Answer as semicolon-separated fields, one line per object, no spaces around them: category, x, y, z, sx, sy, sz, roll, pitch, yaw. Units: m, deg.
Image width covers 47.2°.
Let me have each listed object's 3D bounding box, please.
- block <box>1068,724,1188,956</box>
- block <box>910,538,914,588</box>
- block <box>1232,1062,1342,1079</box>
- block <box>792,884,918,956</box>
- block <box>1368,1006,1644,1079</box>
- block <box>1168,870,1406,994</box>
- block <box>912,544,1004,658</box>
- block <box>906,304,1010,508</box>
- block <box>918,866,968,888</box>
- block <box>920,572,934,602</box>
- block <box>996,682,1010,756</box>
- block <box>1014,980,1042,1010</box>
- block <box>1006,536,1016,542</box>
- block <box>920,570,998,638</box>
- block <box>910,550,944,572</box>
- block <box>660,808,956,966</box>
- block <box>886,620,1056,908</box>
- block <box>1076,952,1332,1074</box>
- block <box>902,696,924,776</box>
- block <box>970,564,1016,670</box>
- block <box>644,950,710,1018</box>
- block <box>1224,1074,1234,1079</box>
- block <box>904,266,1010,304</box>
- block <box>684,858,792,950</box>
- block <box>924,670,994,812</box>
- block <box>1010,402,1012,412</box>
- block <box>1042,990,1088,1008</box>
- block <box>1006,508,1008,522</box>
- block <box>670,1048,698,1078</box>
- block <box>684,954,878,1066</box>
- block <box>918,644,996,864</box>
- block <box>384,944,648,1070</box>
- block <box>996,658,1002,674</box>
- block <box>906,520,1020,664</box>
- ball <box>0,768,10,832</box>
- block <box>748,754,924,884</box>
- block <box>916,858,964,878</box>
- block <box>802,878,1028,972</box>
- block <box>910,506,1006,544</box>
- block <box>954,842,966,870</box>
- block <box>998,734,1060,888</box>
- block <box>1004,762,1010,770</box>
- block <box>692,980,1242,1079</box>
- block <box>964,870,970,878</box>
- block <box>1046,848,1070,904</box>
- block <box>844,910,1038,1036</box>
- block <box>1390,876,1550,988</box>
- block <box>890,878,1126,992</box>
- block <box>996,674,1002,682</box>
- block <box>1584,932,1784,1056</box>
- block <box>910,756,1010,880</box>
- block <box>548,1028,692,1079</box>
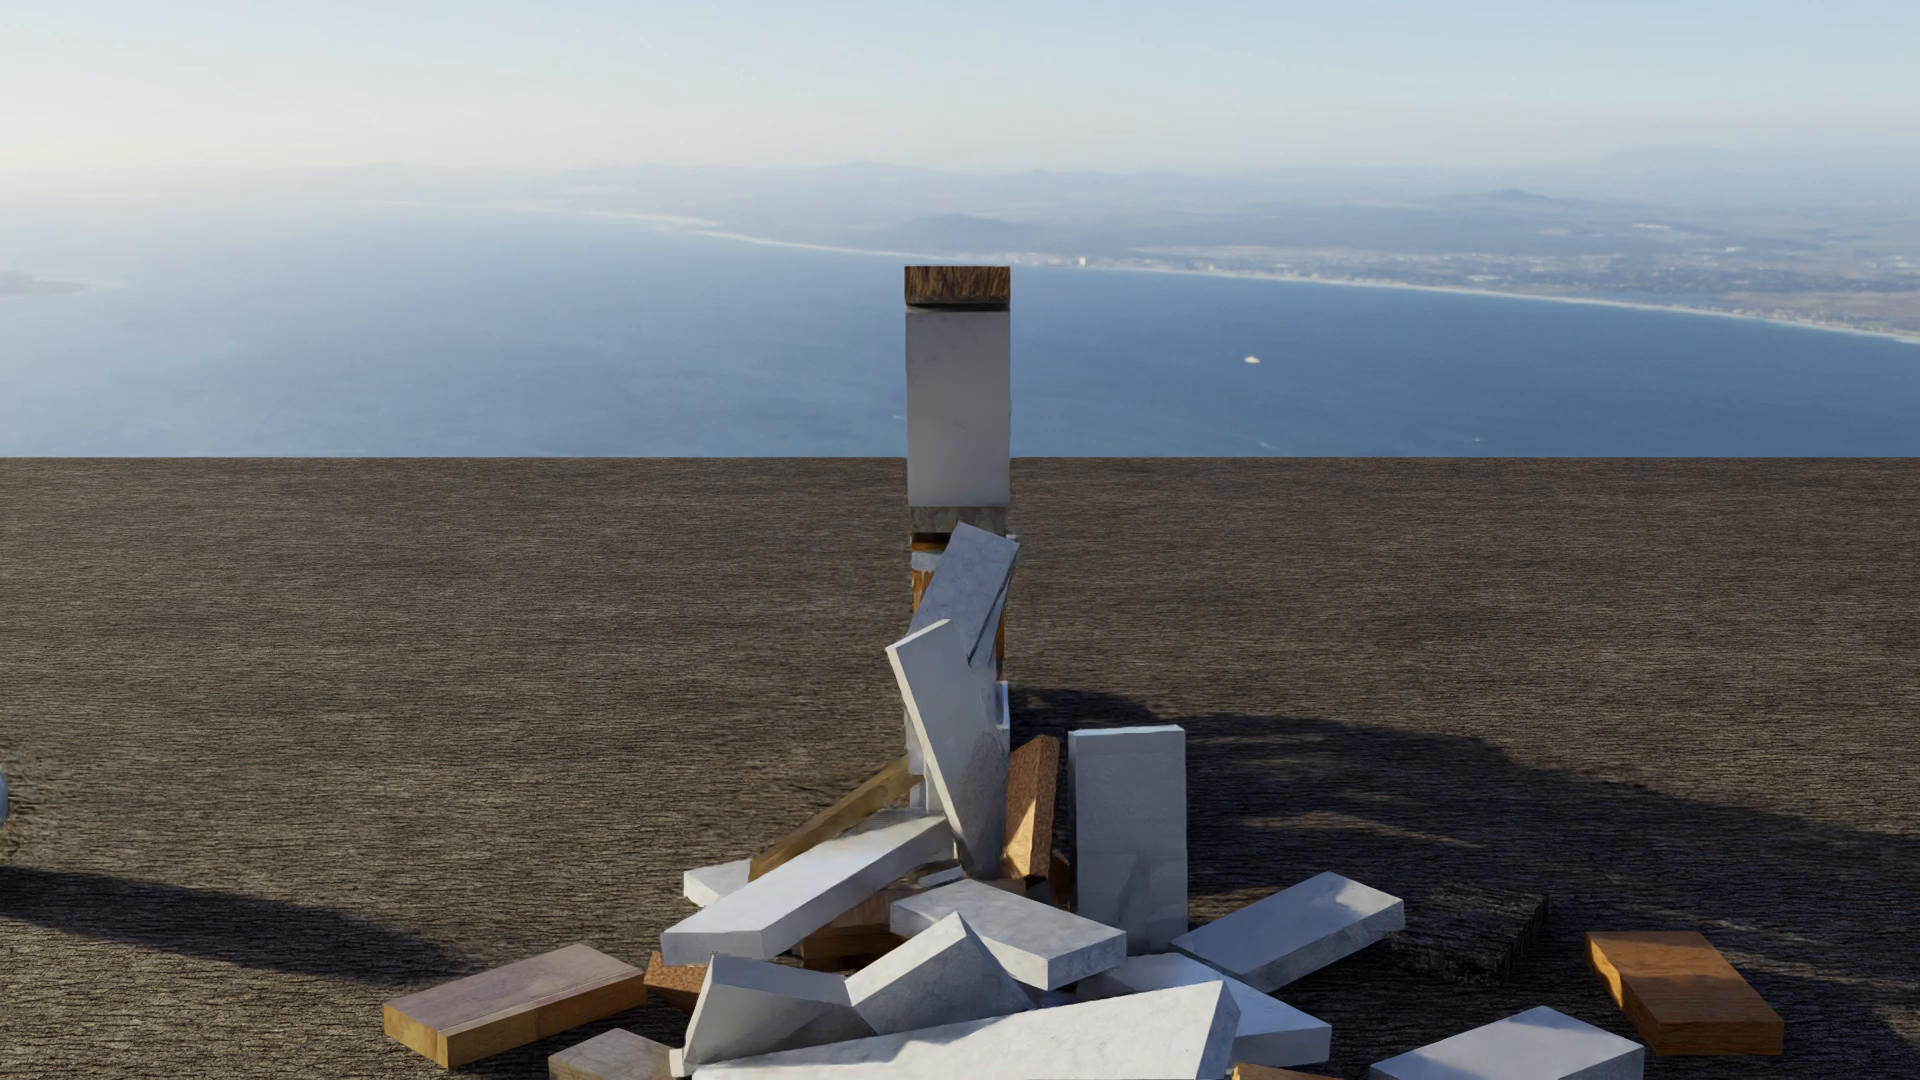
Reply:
block;0.259;0.464;3.387;0.173;0.347;0.049;-2;6;-10
block;-0.017;-0.089;4.367;0.162;0.375;0.046;-3;21;-5
block;0.417;0.733;2.603;0.159;0.045;0.318;10;17;-2
block;-0.148;0.585;3.385;0.221;0.111;0.031;1;15;5
block;0.725;0.706;2.912;0.344;0.049;0.172;-7;13;-35
block;0.499;0.601;3.350;0.331;0.047;0.166;-17;18;-31
block;-0.001;0.115;4.038;0.164;0.046;0.328;0;-33;1
block;-0.002;-0.226;3.746;0.175;0.350;0.050;0;22;0
block;-0.009;0.549;3.333;0.070;0.139;0.020;-18;45;7
block;-0.024;0.164;3.627;0.104;0.209;0.030;10;-9;2
block;0.000;0.329;4.085;0.180;0.051;0.359;0;10;0
block;0.023;0.625;3.095;0.141;0.141;0.141;4;11;23
block;0.040;0.017;4.207;0.095;0.027;0.191;2;9;14
block;-0.003;0.106;3.777;0.129;0.037;0.258;0;18;0
block;-0.013;0.038;3.770;0.104;0.030;0.209;6;2;9
block;-0.192;0.496;3.227;0.153;0.043;0.697;-6;5;24
block;0.021;0.377;3.417;0.111;0.503;0.031;-25;11;-30
block;0.330;0.646;3.025;0.173;0.049;0.346;2;6;-31
block;-0.039;0.273;3.570;0.104;0.209;0.030;-5;-14;-1
block;0.016;0.105;3.591;0.109;0.218;0.031;12;-23;6
block;-0.173;0.644;2.997;0.502;0.047;0.166;4;-26;23
block;0.314;0.740;2.733;0.166;0.047;0.331;7;13;33
block;-0.004;-0.416;3.806;0.175;0.050;0.350;0;-4;0
block;-0.312;0.587;3.564;0.153;0.043;0.307;-6;12;-31
block;-0.003;0.318;3.477;0.109;0.218;0.031;-2;-6;-7
block;0.016;-0.147;4.474;0.162;0.325;0.046;6;43;5
block;0.127;0.672;3.176;0.139;0.020;0.070;6;12;29
block;-0.003;-0.206;3.977;0.175;0.350;0.050;0;17;1
block;-0.244;0.664;2.852;0.247;0.035;0.124;-3;-13;-15
block;-0.170;0.610;2.737;0.318;0.159;0.045;12;37;-11
block;-0.004;0.328;3.736;0.129;0.481;0.037;1;-28;-1
block;-0.633;0.663;3.149;0.332;0.047;0.166;-10;15;-44
block;0.002;0.151;4.249;0.164;0.046;0.500;0;-24;1
block;0.006;0.086;3.565;0.109;0.218;0.031;21;-22;11
ball;-1.758;0.448;3.753;0.249;0.249;0.249;0;11;0
block;-0.185;0.439;3.488;0.017;0.060;0.442;25;33;27
block;-0.018;0.564;3.397;0.070;0.140;0.020;-10;12;7
block;-0.070;0.576;3.276;0.332;0.047;0.166;-5;-32;-6
block;-0.002;-0.017;3.914;0.164;0.046;0.328;0;-6;0
block;0.033;0.458;3.626;0.086;0.172;0.024;5;-28;-12
block;0.105;0.418;3.356;0.031;0.221;0.111;16;-27;-19
block;0.076;0.452;3.612;0.086;0.172;0.024;-4;-24;-29
block;-0.033;0.632;2.508;0.722;0.049;0.172;-16;26;28
block;0.015;0.544;3.540;0.082;0.023;0.164;2;-8;1
block;0.137;0.554;3.503;0.060;0.121;0.017;42;24;6
block;0.010;0.599;2.679;0.159;0.318;0.045;-33;35;4
block;0.801;0.609;3.438;0.166;0.047;0.331;5;12;26
block;0.064;0.541;3.035;0.153;0.043;0.307;-9;14;-43
block;0.006;0.275;4.707;0.163;0.046;0.327;0;38;1
block;1.043;0.653;3.193;0.173;0.049;0.347;0;11;-1
block;0.002;0.471;3.879;0.180;0.051;0.359;0;28;0
block;-0.415;0.713;2.913;0.247;0.035;0.124;8;13;38
